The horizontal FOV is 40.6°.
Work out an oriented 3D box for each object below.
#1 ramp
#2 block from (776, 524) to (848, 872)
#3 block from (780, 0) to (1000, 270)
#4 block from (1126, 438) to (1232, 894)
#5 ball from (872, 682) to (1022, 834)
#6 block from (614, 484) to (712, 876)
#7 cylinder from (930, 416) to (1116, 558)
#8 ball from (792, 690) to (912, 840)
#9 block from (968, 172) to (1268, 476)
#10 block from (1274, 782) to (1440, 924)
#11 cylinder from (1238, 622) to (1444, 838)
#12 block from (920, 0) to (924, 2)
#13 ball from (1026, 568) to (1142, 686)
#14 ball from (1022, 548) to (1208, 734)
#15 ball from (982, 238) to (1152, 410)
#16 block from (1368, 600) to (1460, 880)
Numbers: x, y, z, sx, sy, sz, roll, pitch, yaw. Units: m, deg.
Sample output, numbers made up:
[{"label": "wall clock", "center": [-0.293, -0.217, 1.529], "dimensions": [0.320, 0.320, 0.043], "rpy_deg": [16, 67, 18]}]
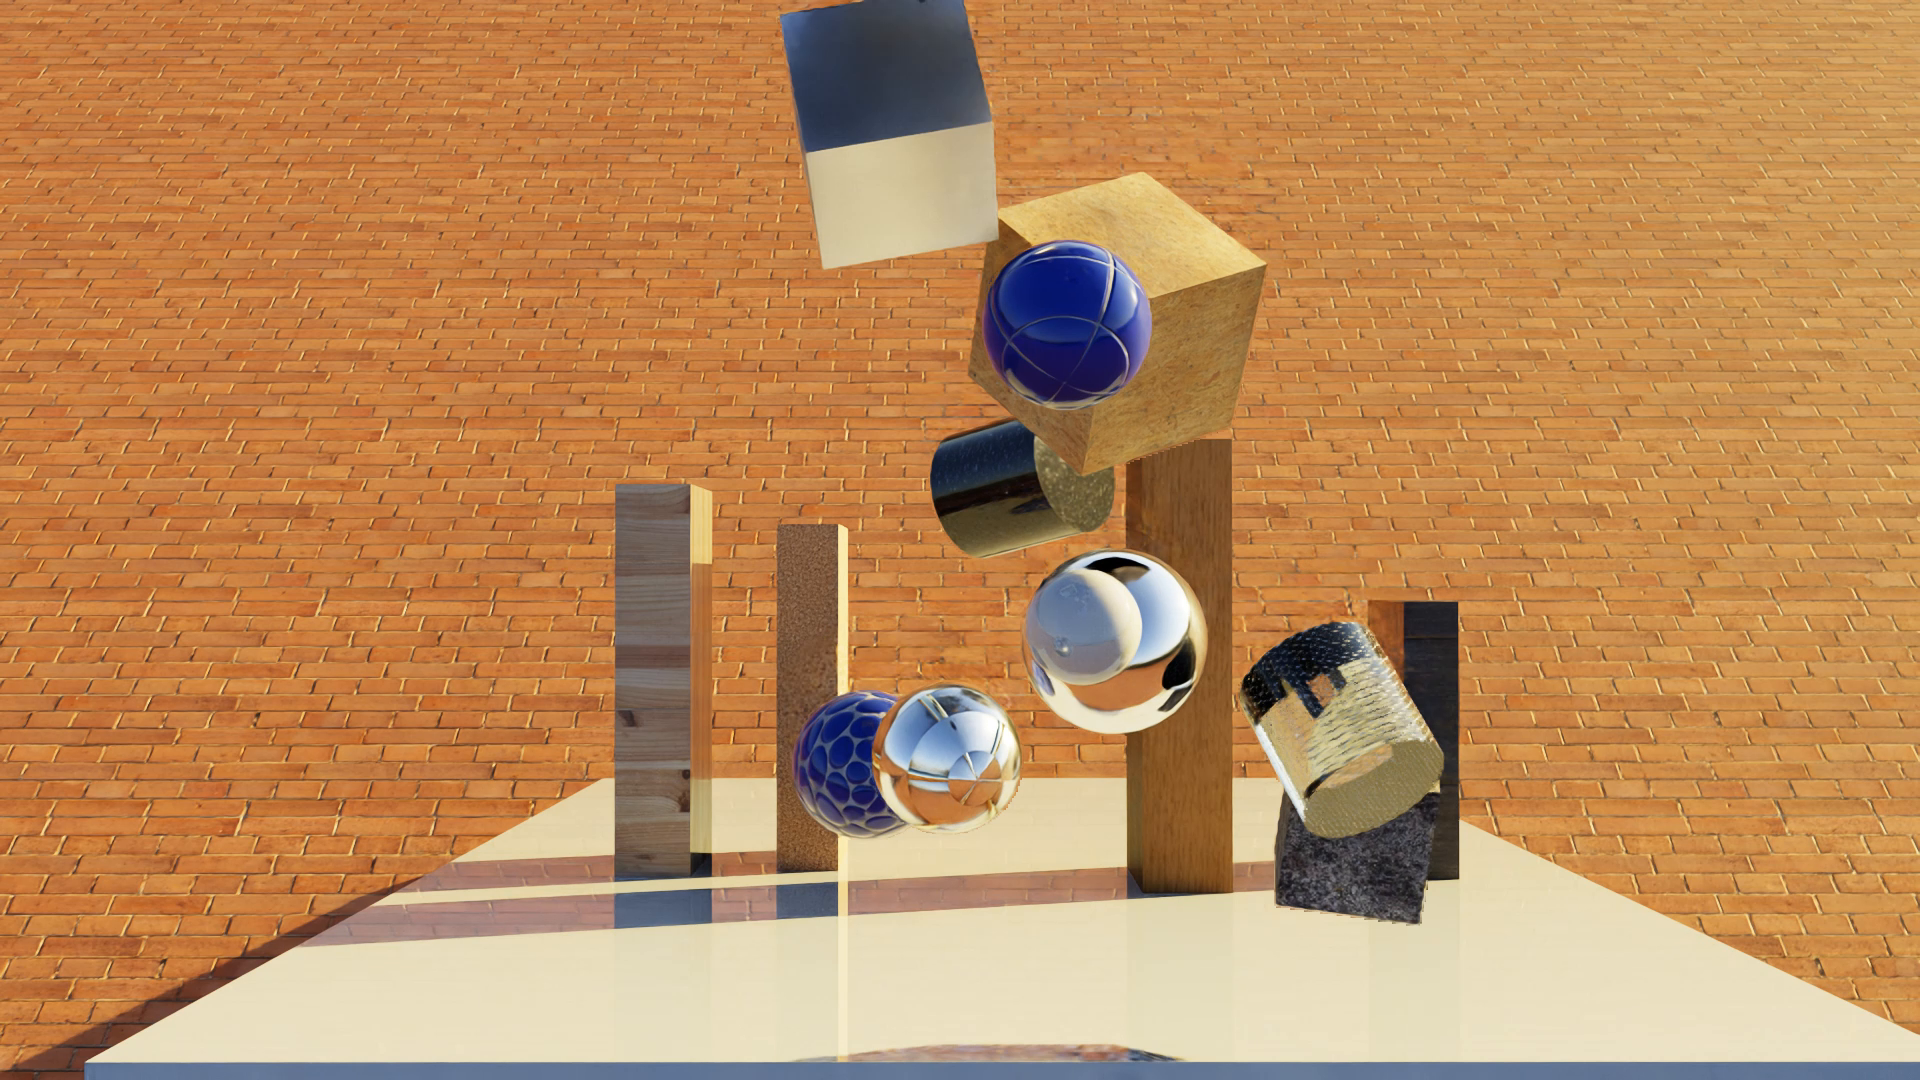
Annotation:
[{"label": "ramp", "center": [0.073, 0.636, 4.743], "dimensions": [2.000, 0.100, 4.000], "rpy_deg": [0, -1, 0]}, {"label": "block", "center": [-0.269, 0.281, 4.757], "dimensions": [0.109, 0.611, 0.372], "rpy_deg": [0, -1, 0]}, {"label": "block", "center": [-0.070, -0.415, 2.615], "dimensions": [0.182, 0.182, 0.182], "rpy_deg": [-10, 58, -3]}, {"label": "block", "center": [0.372, 0.209, 4.444], "dimensions": [0.147, 0.743, 0.403], "rpy_deg": [0, -1, 0]}, {"label": "ball", "center": [-0.013, 0.211, 2.510], "dimensions": [0.146, 0.146, 0.146], "rpy_deg": [0, 33, 0]}, {"label": "block", "center": [-0.531, 0.246, 4.677], "dimensions": [0.131, 0.679, 0.391], "rpy_deg": [0, -1, 0]}, {"label": "cylinder", "center": [0.075, -0.070, 3.063], "dimensions": [0.155, 0.155, 0.155], "rpy_deg": [-15, 20, 37]}, {"label": "ball", "center": [-0.105, 0.251, 2.902], "dimensions": [0.167, 0.167, 0.167], "rpy_deg": [0, 33, 0]}, {"label": "block", "center": [0.166, -0.237, 2.803], "dimensions": [0.210, 0.210, 0.210], "rpy_deg": [-19, 45, -31]}, {"label": "block", "center": [0.446, 0.318, 2.932], "dimensions": [0.159, 0.159, 0.159], "rpy_deg": [7, 17, 4]}, {"label": "cylinder", "center": [0.407, 0.203, 2.777], "dimensions": [0.164, 0.164, 0.164], "rpy_deg": [-12, 52, -18]}, {"label": "block", "center": [-0.079, -0.656, 2.426], "dimensions": [0.201, 0.201, 0.201], "rpy_deg": [18, 35, 11]}, {"label": "ball", "center": [0.126, 0.089, 2.654], "dimensions": [0.119, 0.119, 0.119], "rpy_deg": [0, 33, 0]}, {"label": "ball", "center": [0.167, 0.109, 2.812], "dimensions": [0.202, 0.202, 0.202], "rpy_deg": [0, 33, 0]}, {"label": "ball", "center": [0.092, -0.185, 2.231], "dimensions": [0.147, 0.147, 0.147], "rpy_deg": [0, 33, 0]}, {"label": "block", "center": [0.807, 0.346, 4.632], "dimensions": [0.093, 0.475, 0.393], "rpy_deg": [0, -1, 0]}]
